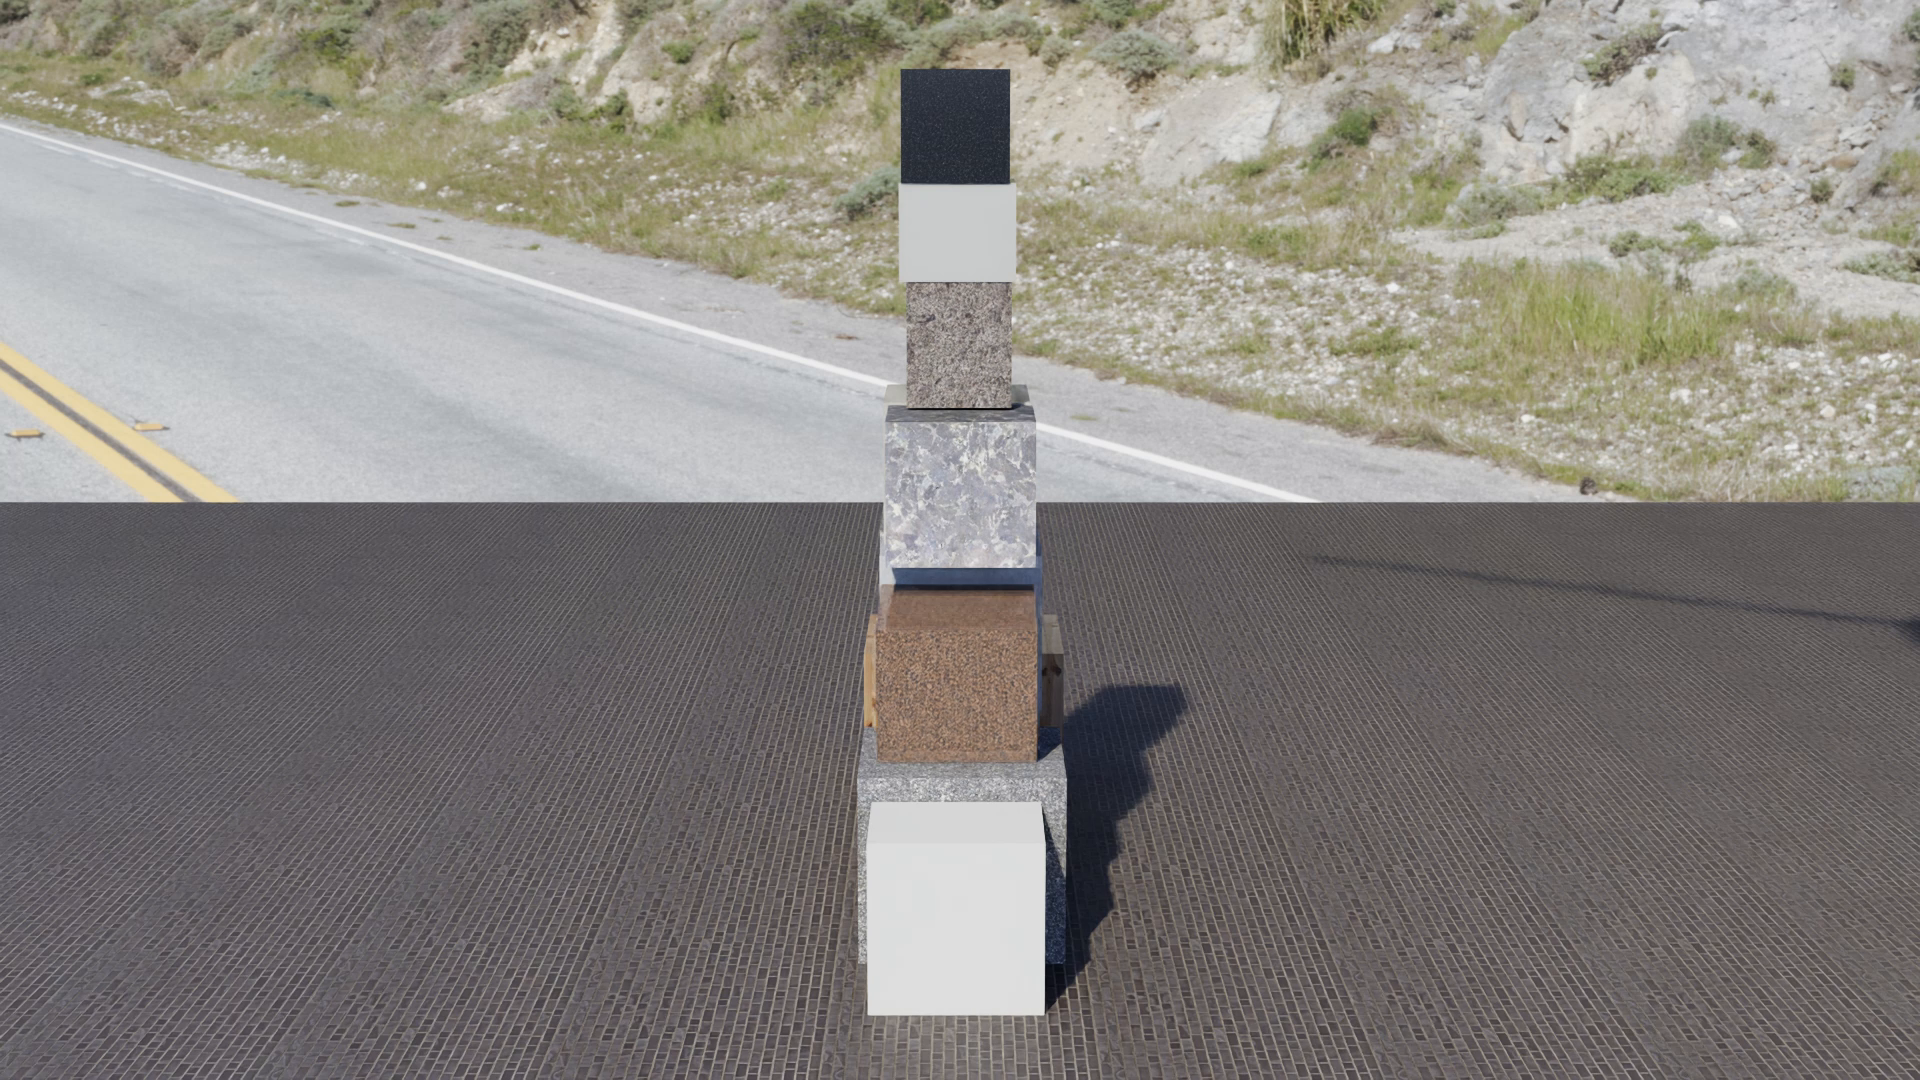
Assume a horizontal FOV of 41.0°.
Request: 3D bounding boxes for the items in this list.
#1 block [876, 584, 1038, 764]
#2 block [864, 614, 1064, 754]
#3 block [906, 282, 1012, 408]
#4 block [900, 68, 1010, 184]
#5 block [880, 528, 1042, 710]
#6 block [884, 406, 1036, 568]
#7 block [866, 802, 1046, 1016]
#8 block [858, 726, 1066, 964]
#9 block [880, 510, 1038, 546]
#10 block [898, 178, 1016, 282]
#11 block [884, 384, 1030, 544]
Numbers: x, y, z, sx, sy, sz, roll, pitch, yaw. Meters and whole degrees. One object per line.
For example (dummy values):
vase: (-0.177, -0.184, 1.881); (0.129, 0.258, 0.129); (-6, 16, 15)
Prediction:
block: (-0.012, 0.543, 10.560); (0.643, 0.563, 0.643); (0, 16, 0)
block: (0.018, 0.848, 12.693); (0.950, 0.789, 0.897); (0, 10, 0)
block: (-0.004, -0.861, 11.024); (0.443, 0.531, 0.468); (0, 10, 0)
block: (-0.019, -1.756, 10.861); (0.453, 0.467, 0.500); (0, 10, 0)
block: (0.005, 0.338, 11.228); (0.691, 0.670, 0.669); (0, 10, 0)
block: (0.003, -0.232, 10.800); (0.619, 0.605, 0.545); (0, 10, 0)
block: (-0.015, 1.414, 9.908); (0.668, 0.673, 0.560); (0, 10, 0)
block: (0.008, 1.244, 10.582); (0.827, 0.766, 0.807); (0, 10, 0)
block: (-0.005, 0.238, 11.896); (0.709, 0.703, 0.670); (0, 11, 0)
block: (-0.010, -1.325, 10.939); (0.489, 0.411, 0.481); (0, 10, 0)
block: (-0.014, -0.347, 11.399); (0.633, 0.615, 0.656); (0, 10, 0)
